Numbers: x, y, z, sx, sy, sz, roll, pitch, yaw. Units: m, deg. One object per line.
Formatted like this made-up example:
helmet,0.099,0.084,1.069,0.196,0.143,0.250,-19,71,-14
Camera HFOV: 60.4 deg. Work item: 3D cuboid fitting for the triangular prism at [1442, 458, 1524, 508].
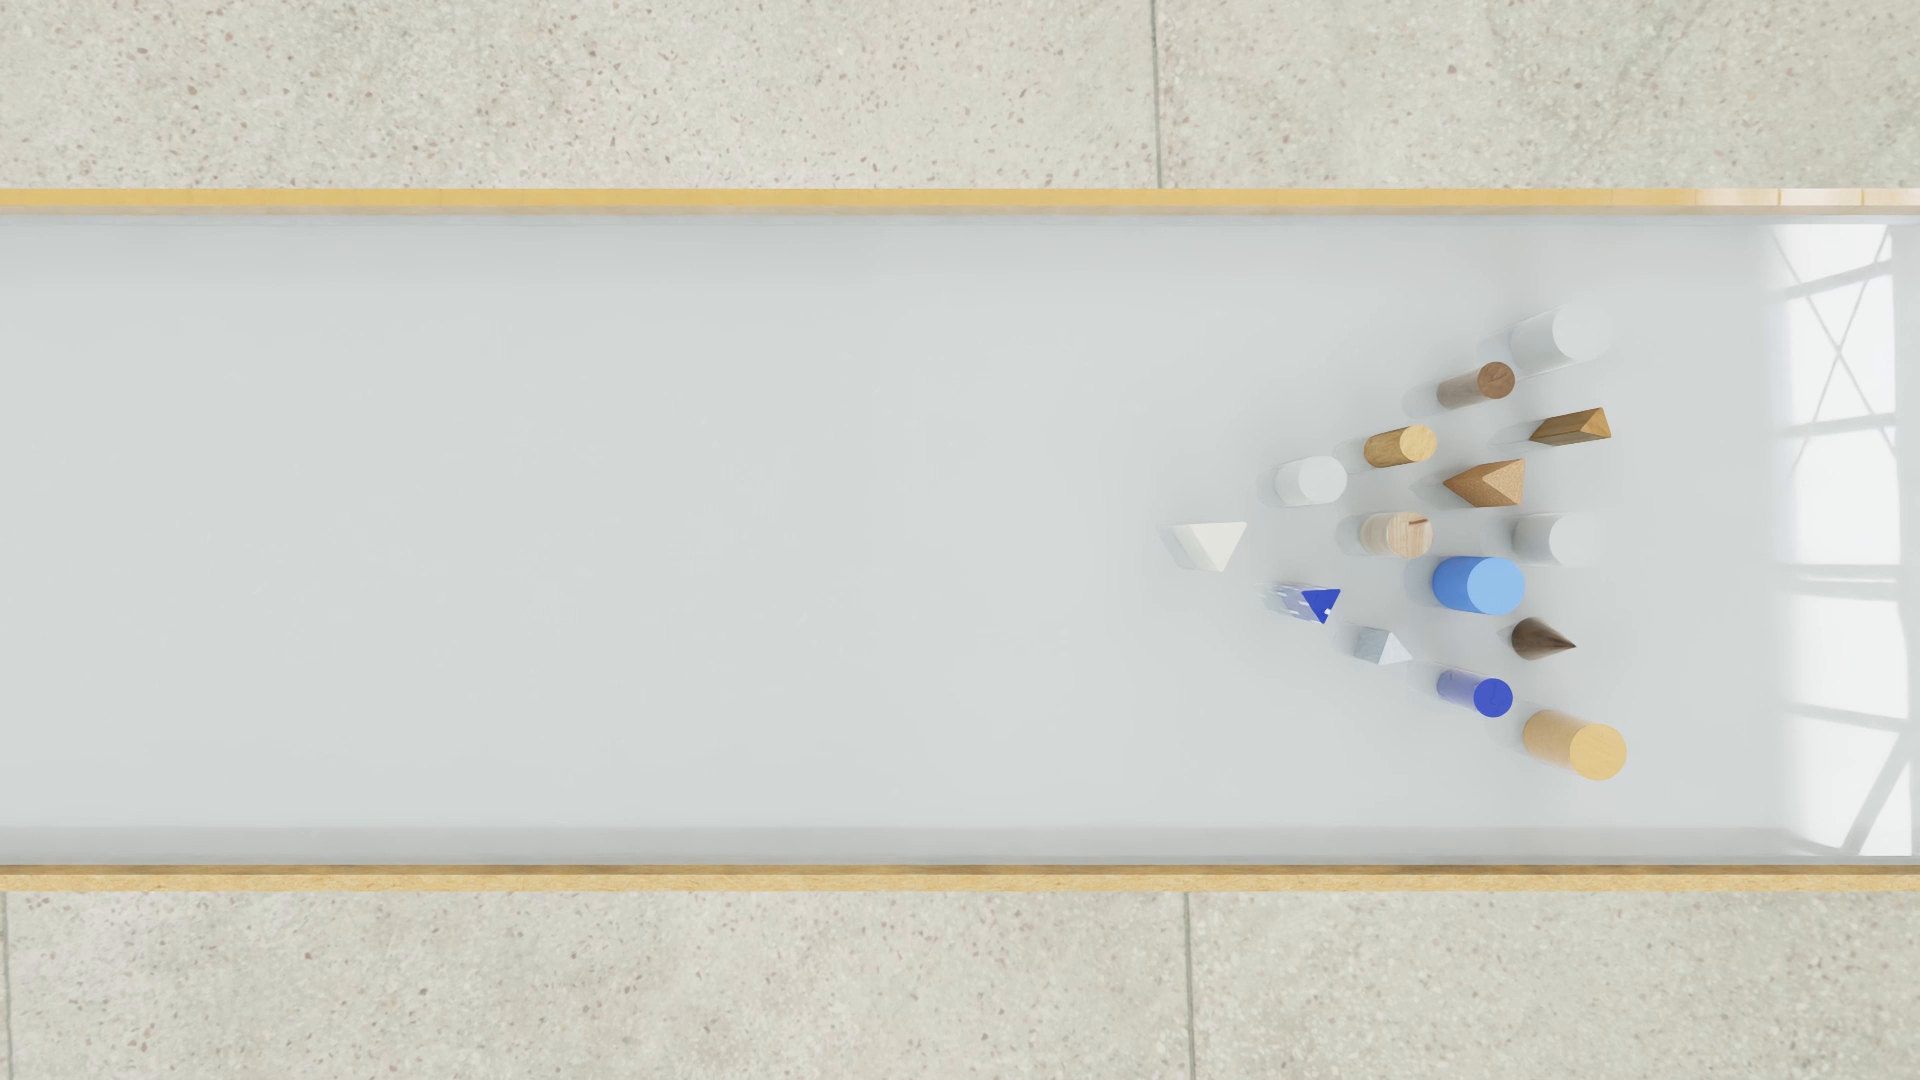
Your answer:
triangular prism,1.572,-0.184,4.883,0.131,0.386,0.114,35,90,0

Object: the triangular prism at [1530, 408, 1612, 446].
triangular prism,1.802,-0.337,4.865,0.089,0.424,0.077,12,90,0

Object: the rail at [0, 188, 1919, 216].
rail,-2.247,-1.025,5.002,12.000,0.150,0.050,0,90,0

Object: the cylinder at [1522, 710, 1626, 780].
cylinder,1.813,0.603,4.880,0.163,0.392,0.163,0,90,0

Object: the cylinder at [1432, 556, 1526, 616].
cylinder,1.536,0.133,4.901,0.167,0.351,0.167,0,90,0

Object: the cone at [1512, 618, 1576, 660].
cone,1.765,0.305,4.895,0.135,0.364,0.135,0,90,0

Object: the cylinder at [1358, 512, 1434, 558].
cylinder,1.295,-0.016,4.911,0.135,0.331,0.135,0,90,0

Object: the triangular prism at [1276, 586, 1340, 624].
triangular prism,1.039,0.167,4.878,0.095,0.398,0.110,-33,90,0

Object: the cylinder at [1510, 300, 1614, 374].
cylinder,1.780,-0.600,4.895,0.174,0.363,0.174,0,90,0

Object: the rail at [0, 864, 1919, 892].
rail,-2.247,1.025,5.001,12.000,0.150,0.050,0,90,0

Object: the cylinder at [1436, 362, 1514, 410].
cylinder,1.520,-0.453,4.876,0.107,0.400,0.107,0,90,0

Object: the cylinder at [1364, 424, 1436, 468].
cylinder,1.295,-0.274,4.868,0.105,0.416,0.105,0,90,0

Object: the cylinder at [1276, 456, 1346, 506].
cylinder,1.039,-0.174,4.900,0.138,0.352,0.138,0,90,0

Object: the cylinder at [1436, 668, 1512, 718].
cylinder,1.523,0.451,4.894,0.113,0.364,0.113,0,90,0

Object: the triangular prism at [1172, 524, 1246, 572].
triangular prism,0.751,-0.011,4.864,0.135,0.425,0.156,-33,90,0

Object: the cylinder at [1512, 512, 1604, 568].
cylinder,1.779,0.001,4.917,0.161,0.320,0.161,0,90,0

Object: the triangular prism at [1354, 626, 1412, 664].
triangular prism,1.253,0.310,4.924,0.099,0.306,0.086,-10,90,0
